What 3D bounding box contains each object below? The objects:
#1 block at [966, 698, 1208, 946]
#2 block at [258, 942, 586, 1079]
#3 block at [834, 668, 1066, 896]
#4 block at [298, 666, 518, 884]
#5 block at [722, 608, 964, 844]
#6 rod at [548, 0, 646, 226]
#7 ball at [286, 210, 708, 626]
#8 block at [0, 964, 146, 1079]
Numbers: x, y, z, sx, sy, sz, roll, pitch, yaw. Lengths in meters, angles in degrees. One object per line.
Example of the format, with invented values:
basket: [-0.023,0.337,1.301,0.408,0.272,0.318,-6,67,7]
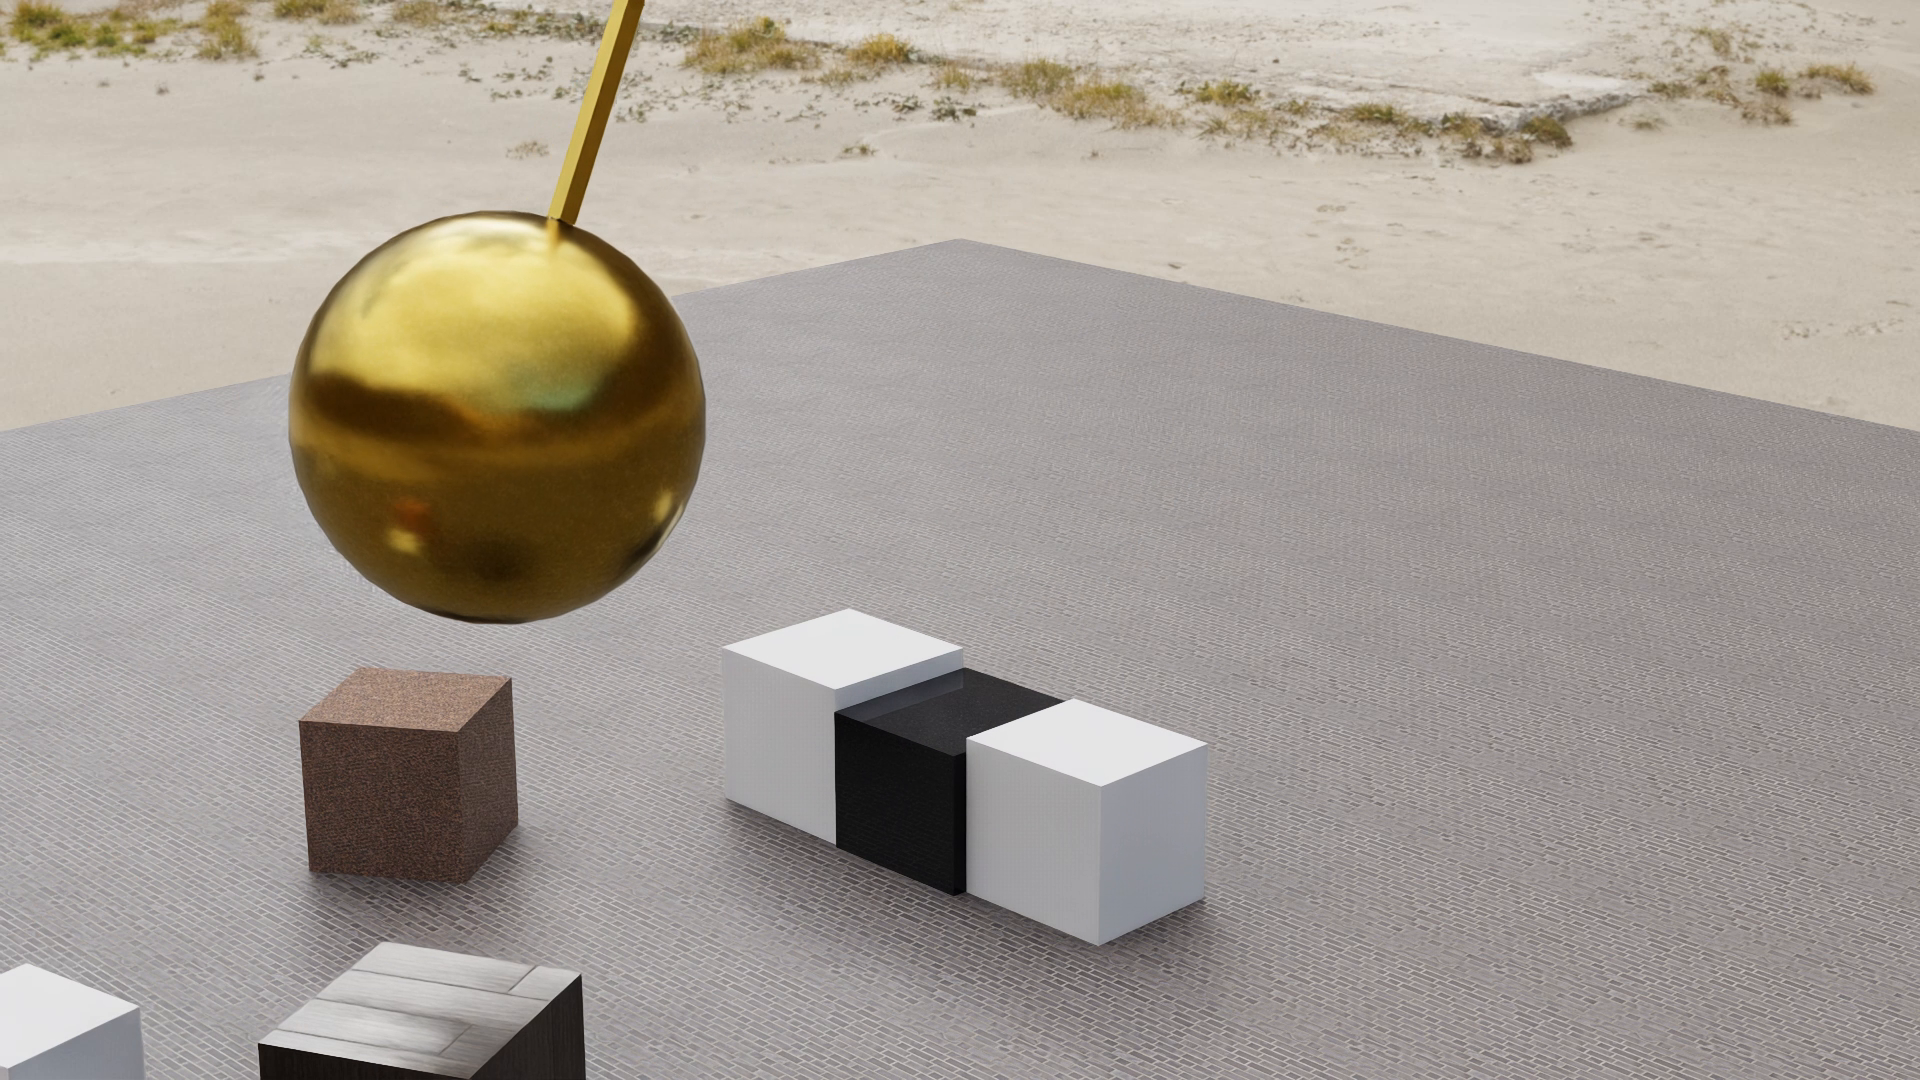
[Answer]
block: [0.564,1.247,13.131,0.806,0.746,0.707,17,24,42]
block: [-1.889,2.043,10.450,0.810,0.836,0.857,6,18,18]
block: [-0.001,1.110,13.681,0.860,0.678,0.784,-17,24,-42]
block: [-2.554,1.085,13.654,0.757,0.742,0.725,3,18,11]
block: [-0.566,0.889,14.215,0.825,0.781,0.817,-16,24,-42]
rod: [-0.771,-3.717,11.365,0.080,5.200,0.080,17,-1,42]
ball: [-1.780,-0.471,11.328,1.600,1.600,1.600,0,17,0]
block: [-3.459,2.032,10.853,0.641,0.615,0.591,12,21,33]
